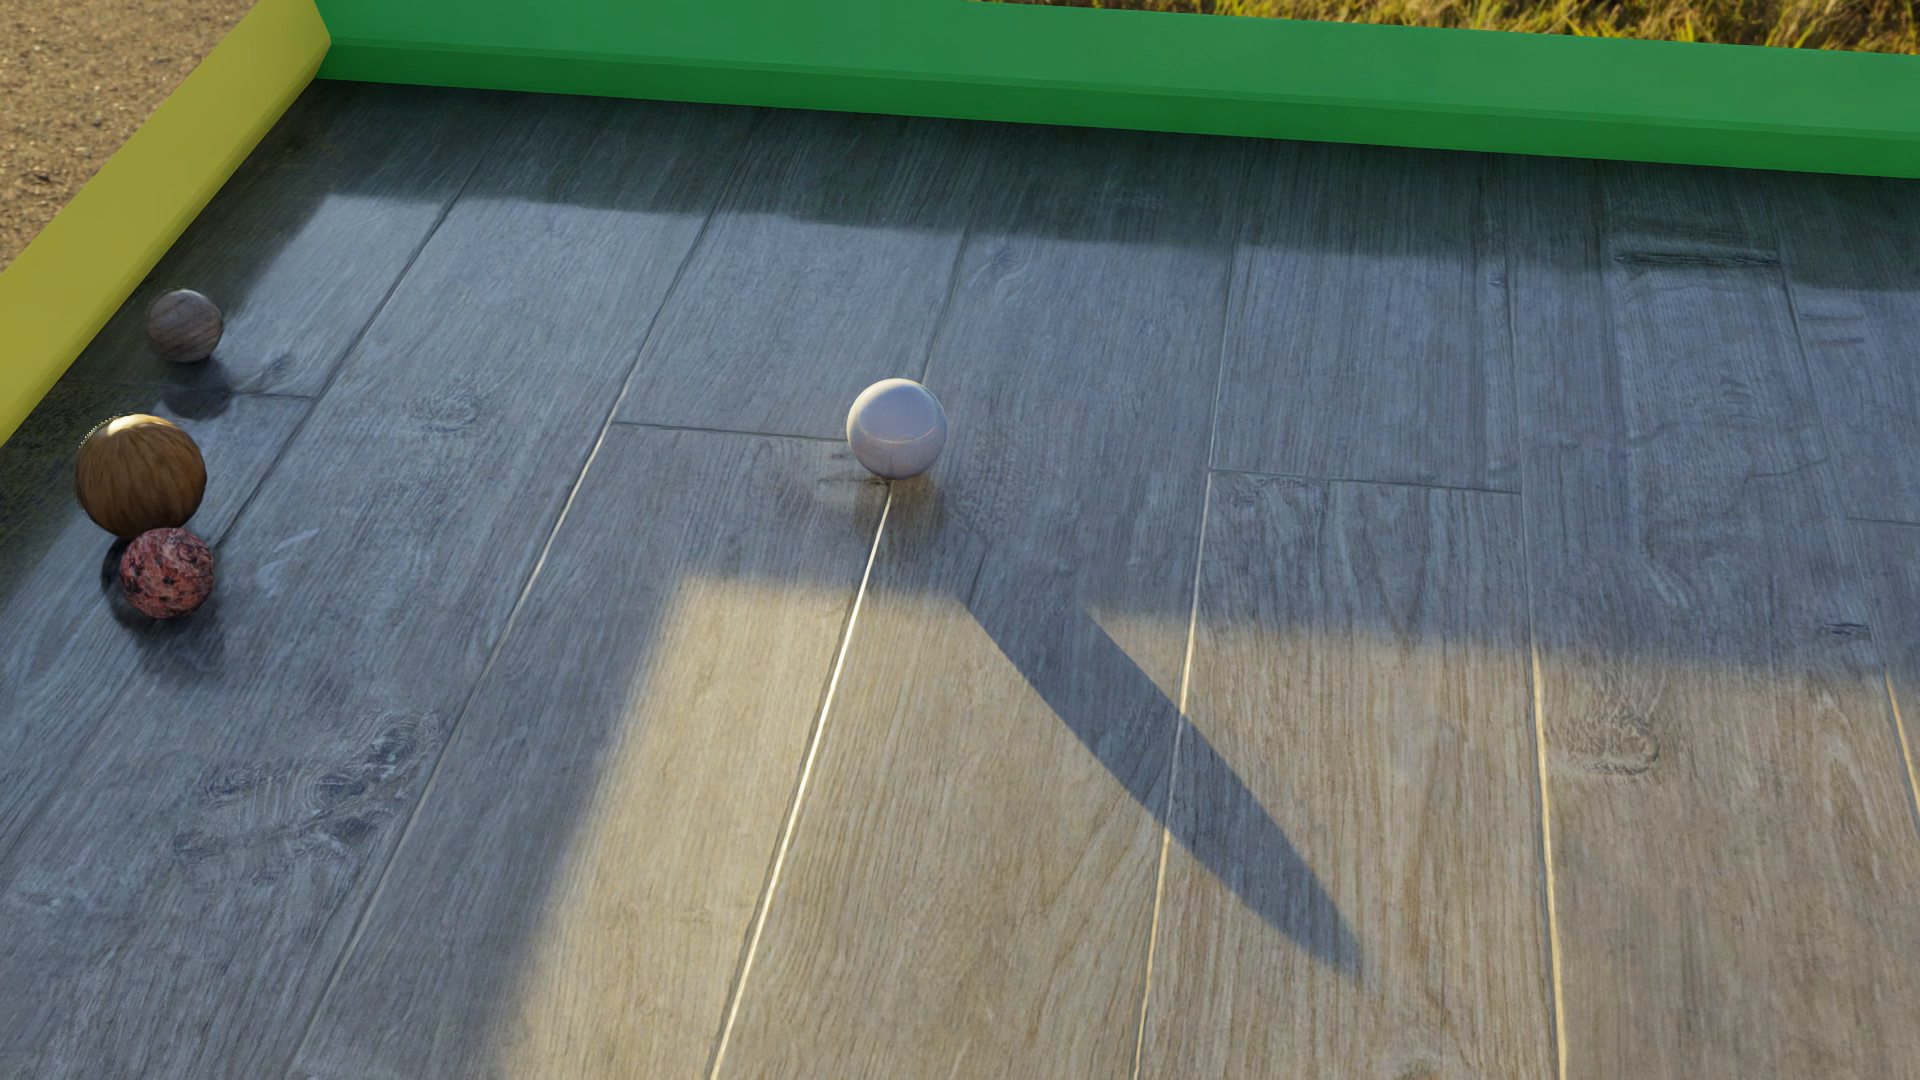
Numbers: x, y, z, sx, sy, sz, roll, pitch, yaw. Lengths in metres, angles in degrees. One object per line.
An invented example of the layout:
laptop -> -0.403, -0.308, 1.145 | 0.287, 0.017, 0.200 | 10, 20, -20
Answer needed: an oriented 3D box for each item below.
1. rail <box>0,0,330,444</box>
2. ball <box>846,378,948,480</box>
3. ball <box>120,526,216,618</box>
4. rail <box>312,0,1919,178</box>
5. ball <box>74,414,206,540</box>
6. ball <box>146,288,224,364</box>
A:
rail -> -0.777, -0.084, 2.001 | 0.045, 0.126, 1.627 | 5, 35, 7
ball -> -0.050, -0.089, 2.050 | 0.081, 0.081, 0.081 | 0, 34, 0
ball -> -0.586, 0.024, 1.897 | 0.068, 0.068, 0.068 | 0, 34, 0
rail -> 0.914, -0.396, 2.456 | 3.234, 0.126, 0.045 | 5, 35, 7
ball -> -0.631, -0.048, 1.977 | 0.097, 0.097, 0.097 | 0, 34, 0
ball -> -0.666, -0.184, 2.204 | 0.064, 0.064, 0.064 | 0, 34, 0
